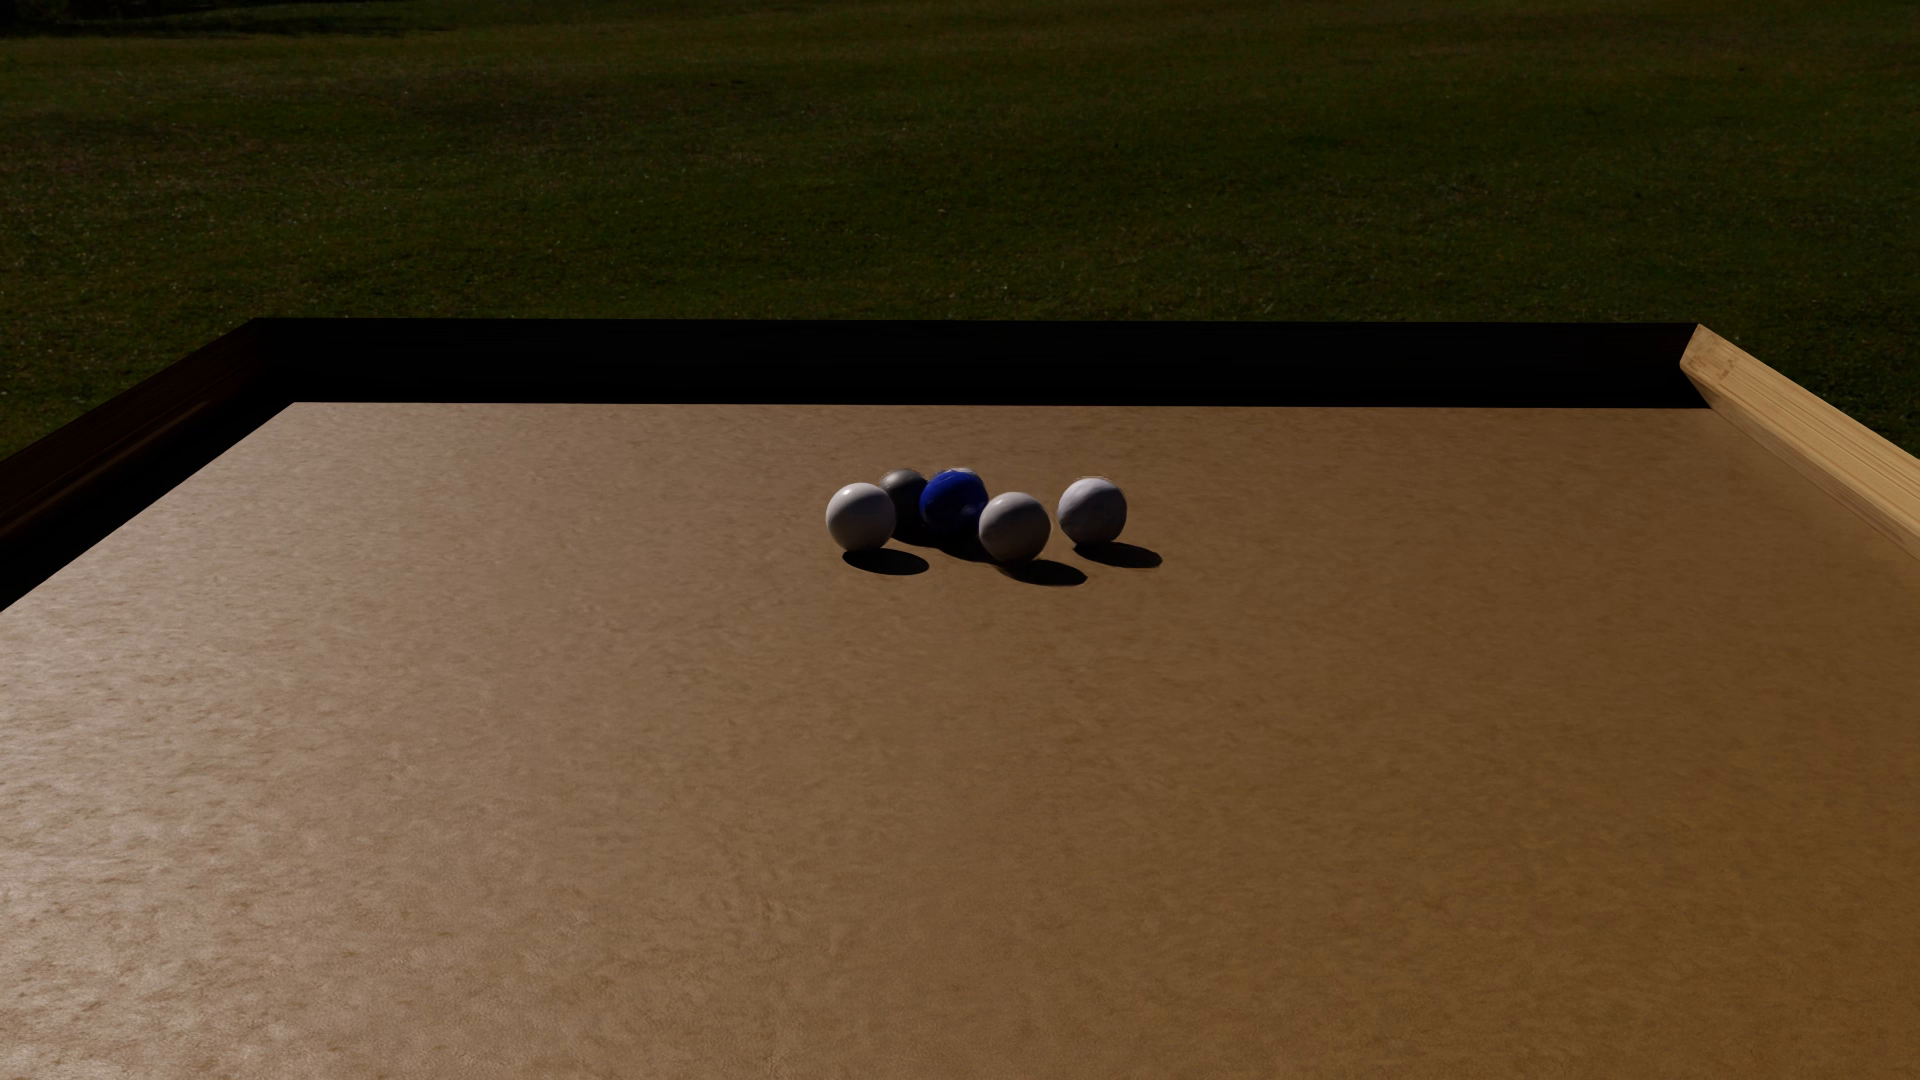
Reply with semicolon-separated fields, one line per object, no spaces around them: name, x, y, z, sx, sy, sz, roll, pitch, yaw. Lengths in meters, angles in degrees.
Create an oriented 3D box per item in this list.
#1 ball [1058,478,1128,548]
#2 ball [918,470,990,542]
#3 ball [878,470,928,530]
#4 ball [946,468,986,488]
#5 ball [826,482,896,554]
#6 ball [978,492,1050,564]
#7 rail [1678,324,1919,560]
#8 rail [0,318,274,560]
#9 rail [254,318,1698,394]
ball;0.178;-0.037;2.957;0.093;0.093;0.093;0;16;0
ball;-0.007;-0.045;2.979;0.096;0.096;0.096;0;16;0
ball;-0.077;-0.055;3.035;0.083;0.083;0.083;0;16;0
ball;0.000;-0.065;3.084;0.074;0.074;0.074;0;16;0
ball;-0.132;-0.029;2.927;0.095;0.095;0.095;0;16;0
ball;0.071;-0.016;2.881;0.095;0.095;0.095;0;16;0
rail;1.222;0.294;1.772;0.045;0.125;4.331;0;16;1
rail;-1.265;0.280;1.819;0.045;0.125;4.331;0;16;1
rail;0.021;-0.318;3.849;2.535;0.125;0.045;0;16;1
